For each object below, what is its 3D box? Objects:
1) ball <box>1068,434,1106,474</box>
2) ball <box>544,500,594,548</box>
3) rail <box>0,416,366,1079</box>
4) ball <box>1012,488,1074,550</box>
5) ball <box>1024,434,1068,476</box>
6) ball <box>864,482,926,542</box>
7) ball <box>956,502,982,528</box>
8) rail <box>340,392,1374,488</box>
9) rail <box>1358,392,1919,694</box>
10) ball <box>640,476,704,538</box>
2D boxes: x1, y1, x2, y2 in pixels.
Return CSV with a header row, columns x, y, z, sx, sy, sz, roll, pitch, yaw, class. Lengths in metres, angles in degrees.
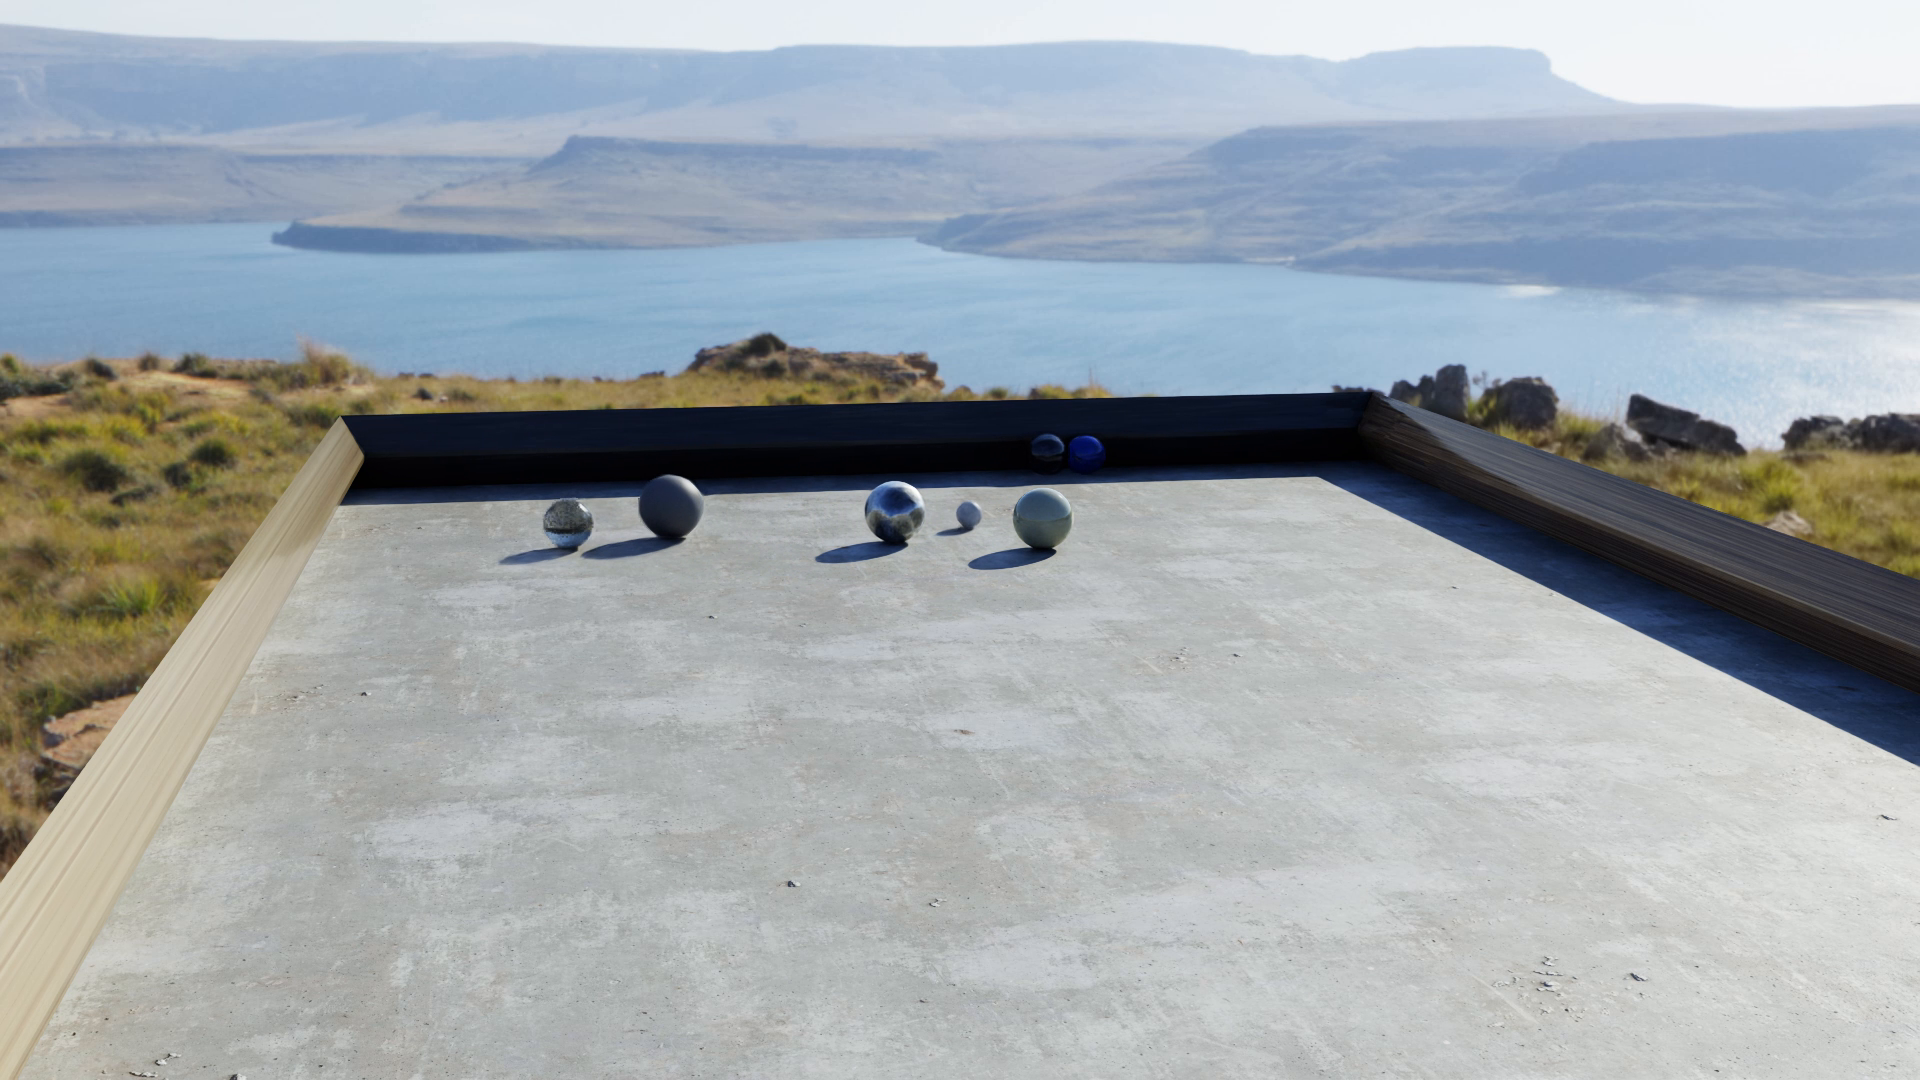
x,y,z,sx,sy,sz,roll,pitch,yaw,class
0.223,-0.151,3.892,0.070,0.070,0.070,0,11,0,ball
-0.575,-0.023,3.229,0.072,0.072,0.072,0,11,0,ball
-0.737,0.163,2.134,0.045,0.124,3.325,-2,11,-10,rail
0.122,-0.031,3.225,0.090,0.090,0.090,0,11,0,ball
0.152,-0.150,3.875,0.076,0.076,0.076,0,11,0,ball
-0.096,-0.042,3.272,0.092,0.092,0.092,0,11,0,ball
0.014,-0.039,3.395,0.040,0.040,0.040,0,11,0,ball
-0.142,-0.176,3.872,1.842,0.124,0.045,-2,11,-10,rail
1.029,0.103,2.443,0.045,0.124,3.325,-2,11,-10,rail
-0.434,-0.050,3.306,0.096,0.096,0.096,0,11,0,ball
